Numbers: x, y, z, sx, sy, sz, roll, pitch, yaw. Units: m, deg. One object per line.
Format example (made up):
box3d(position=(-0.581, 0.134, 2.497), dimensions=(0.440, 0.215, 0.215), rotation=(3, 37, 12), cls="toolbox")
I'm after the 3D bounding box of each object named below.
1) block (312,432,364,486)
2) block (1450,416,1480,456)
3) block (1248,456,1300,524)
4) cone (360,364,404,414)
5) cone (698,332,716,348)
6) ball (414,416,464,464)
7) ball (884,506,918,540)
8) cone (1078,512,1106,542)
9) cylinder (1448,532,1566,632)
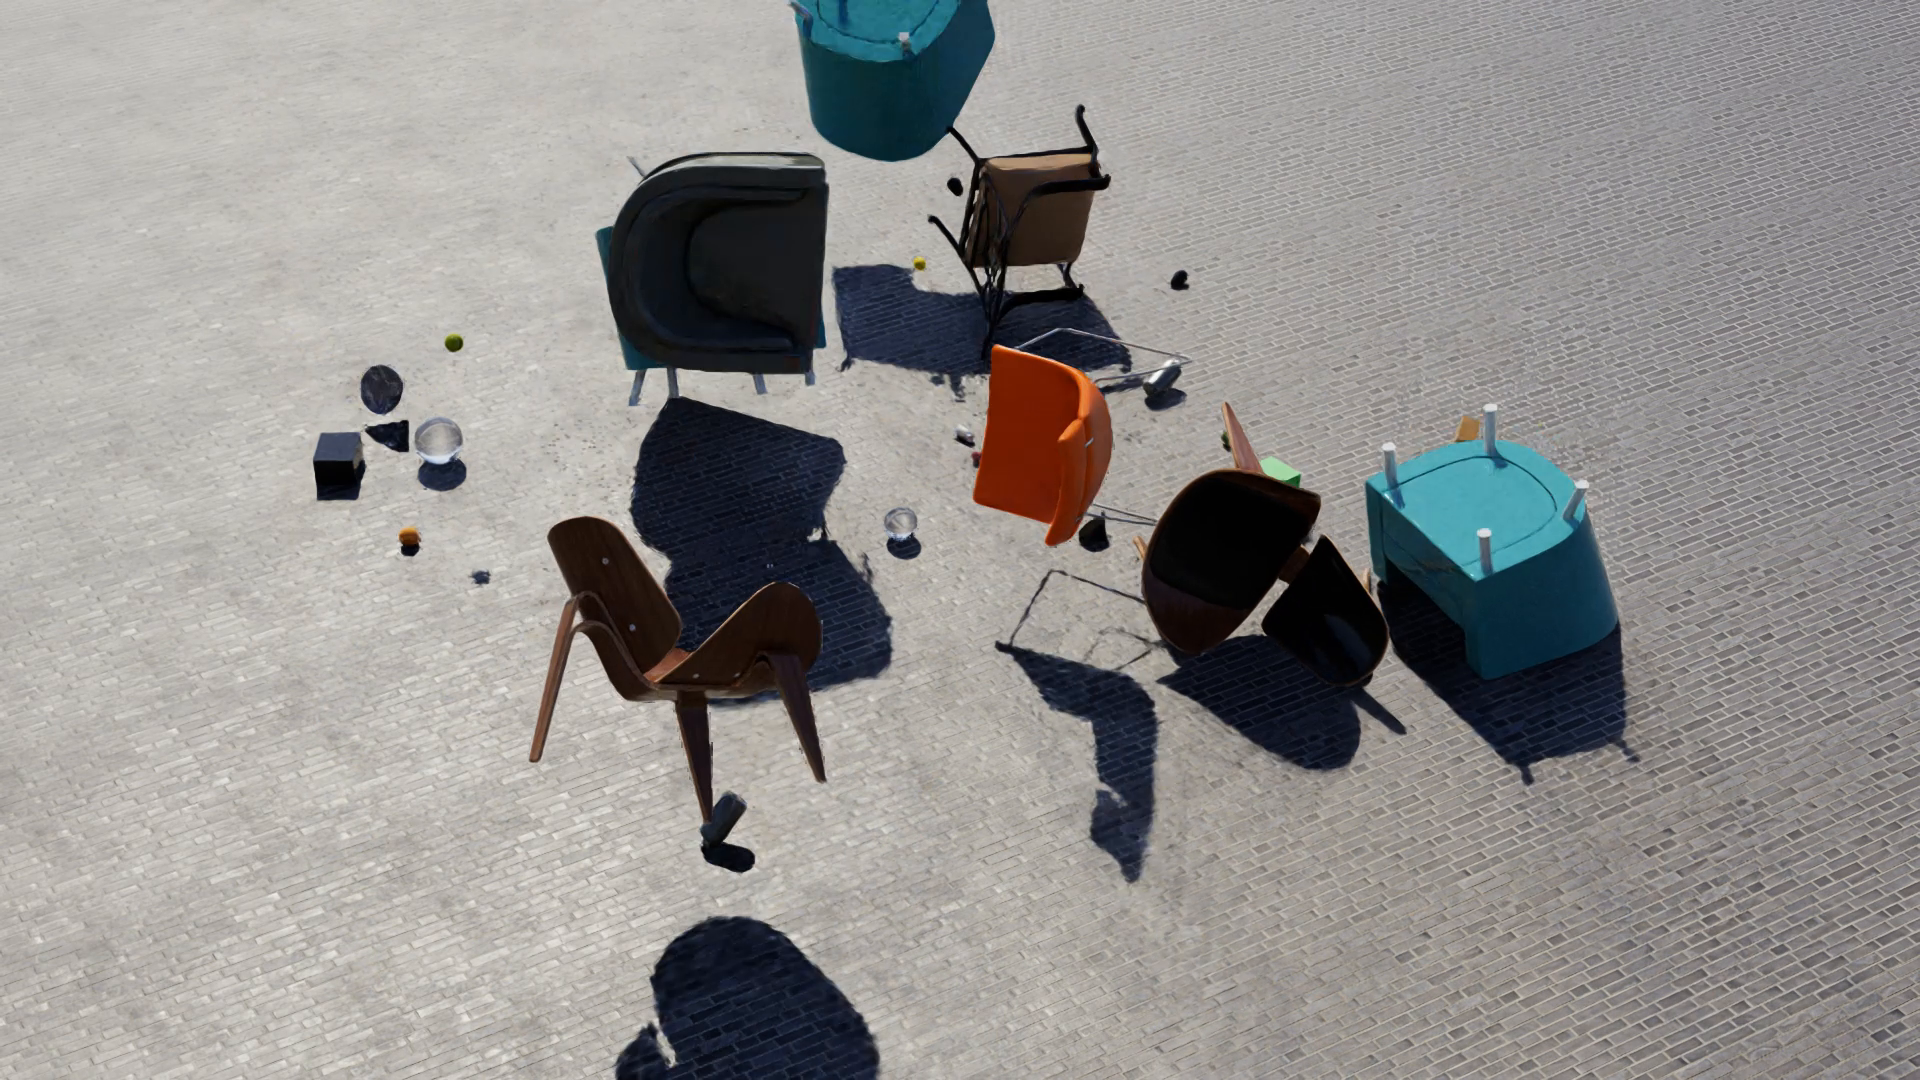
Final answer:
box3d(position=(-2.399, -0.314, 11.320), dimensions=(0.153, 0.111, 0.209), rotation=(-1, 33, -2), cls="block")
box3d(position=(1.970, -0.405, 11.421), dimensions=(0.069, 0.094, 0.111), rotation=(20, 60, 1), cls="block")
box3d(position=(1.185, -0.186, 11.057), dimensions=(0.106, 0.188, 0.158), rotation=(-24, 40, -32), cls="block")
box3d(position=(-2.251, -0.612, 11.638), dimensions=(0.229, 0.190, 0.143), rotation=(-32, -3, 34), cls="cone")
box3d(position=(-1.042, -0.809, 12.094), dimensions=(0.076, 0.084, 0.047), rotation=(-17, 49, 10), cls="cone")
box3d(position=(-2.020, -0.386, 11.359), dimensions=(0.188, 0.188, 0.188), rotation=(0, 33, 0), cls="ball")
box3d(position=(-0.221, -0.062, 10.922), dimensions=(0.127, 0.127, 0.127), rotation=(0, 33, 0), cls="ball")
box3d(position=(0.518, -0.026, 10.939), dimensions=(0.128, 0.109, 0.094), rotation=(-39, 79, 2), cls="cone")
box3d(position=(1.956, 0.151, 10.492), dimensions=(0.308, 0.191, 0.289), rotation=(-34, 55, -26), cls="cylinder")
